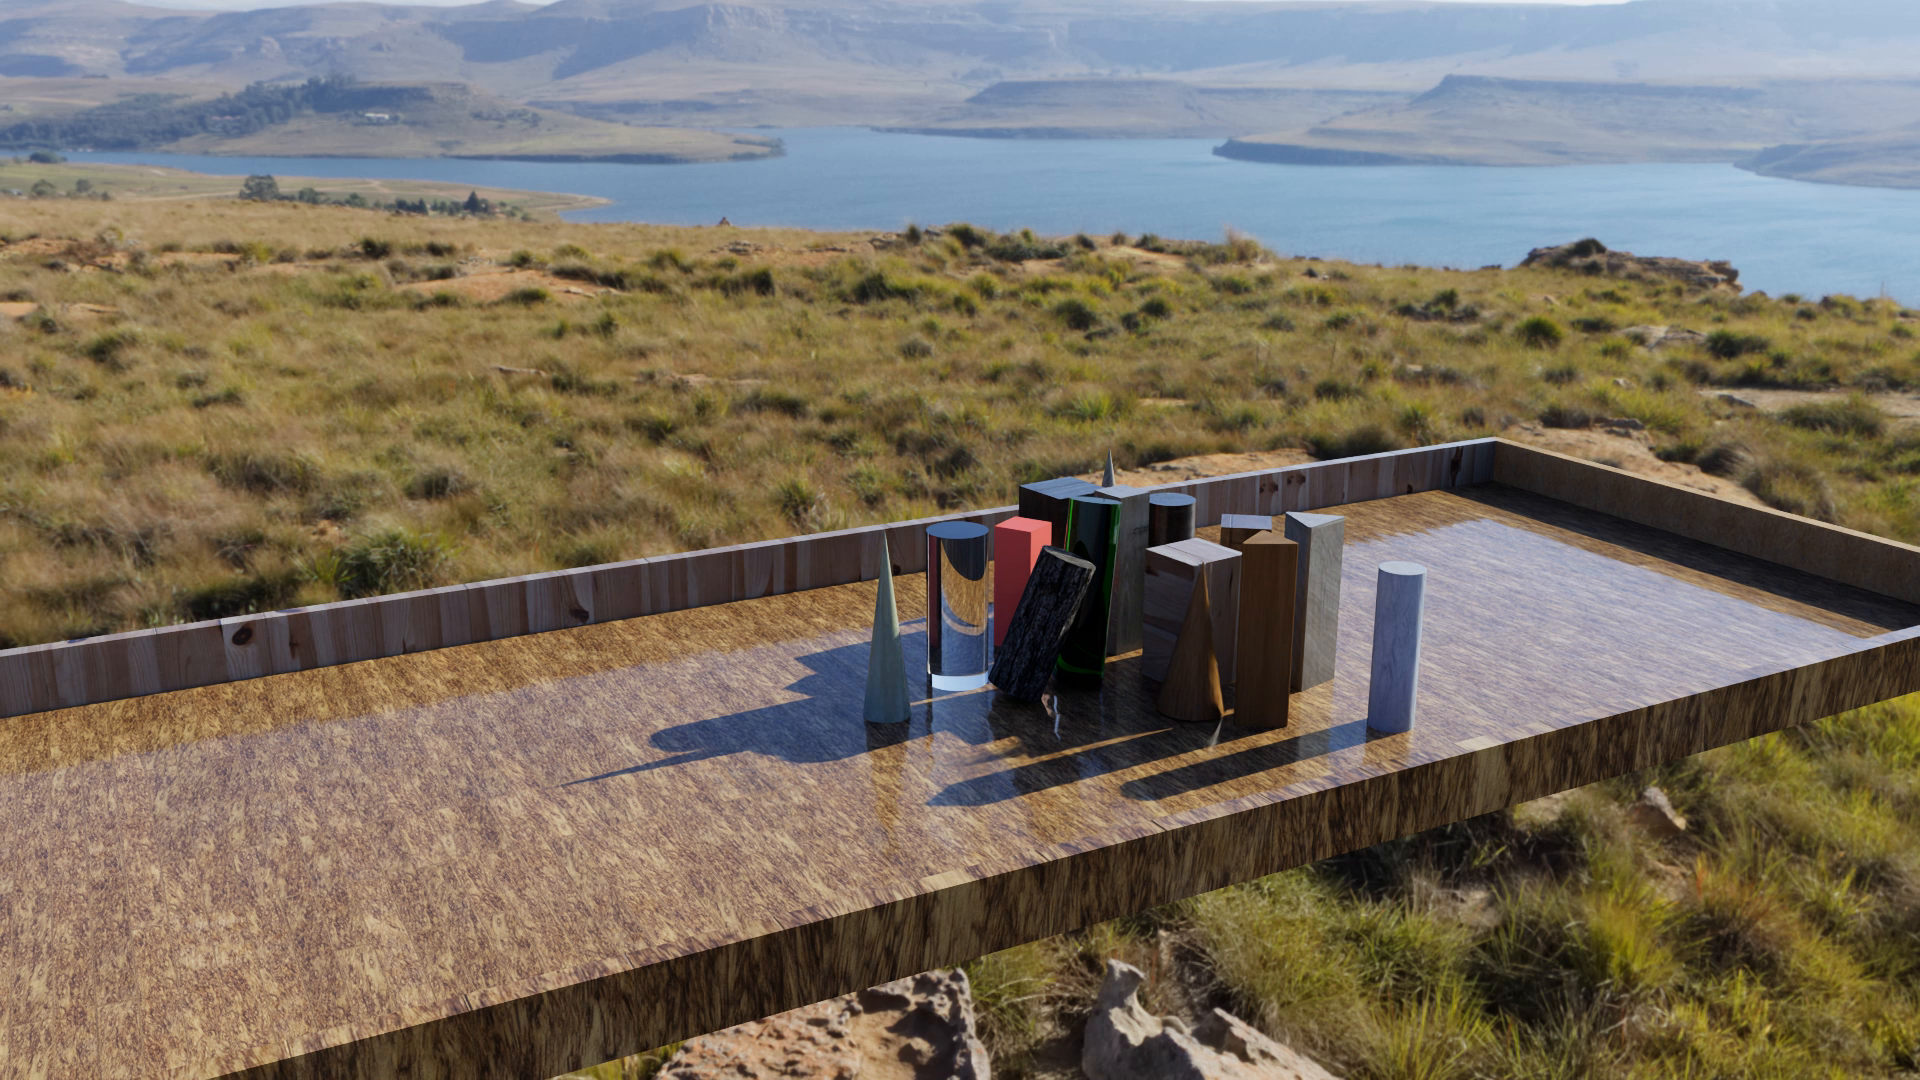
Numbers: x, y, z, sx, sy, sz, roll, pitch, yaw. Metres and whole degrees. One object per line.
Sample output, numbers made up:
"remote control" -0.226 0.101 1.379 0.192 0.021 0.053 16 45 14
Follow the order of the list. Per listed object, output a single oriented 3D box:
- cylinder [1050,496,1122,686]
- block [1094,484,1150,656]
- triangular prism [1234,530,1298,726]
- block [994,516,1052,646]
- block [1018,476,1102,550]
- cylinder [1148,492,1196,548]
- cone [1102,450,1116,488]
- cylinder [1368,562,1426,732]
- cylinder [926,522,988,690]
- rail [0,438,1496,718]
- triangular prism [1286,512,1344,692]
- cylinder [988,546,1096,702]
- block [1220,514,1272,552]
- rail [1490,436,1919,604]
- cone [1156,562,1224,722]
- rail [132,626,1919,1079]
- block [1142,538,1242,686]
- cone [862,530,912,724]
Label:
"cylinder" 0.313 0.125 4.096 0.131 0.453 0.131 5 8 -1
"block" 0.419 0.078 4.330 0.102 0.427 0.102 -12 20 -36
"triangular prism" 0.706 0.207 3.857 0.125 0.447 0.108 0 16 0
"block" 0.165 0.117 4.370 0.110 0.331 0.110 10 19 30
"block" 0.287 0.036 4.571 0.179 0.373 0.179 -11 20 -34
"cylinder" 0.578 0.050 4.585 0.142 0.338 0.142 0 16 0
"cone" 0.433 -0.068 4.837 0.152 0.423 0.152 0 16 0
"cylinder" 1.013 0.248 3.828 0.107 0.384 0.107 0 16 0
"cylinder" -0.006 0.164 4.102 0.155 0.393 0.155 0 16 0
"rail" -3.305 0.497 3.399 12.000 0.150 0.050 -9 18 -27
"triangular prism" 0.851 0.146 4.107 0.141 0.423 0.122 -14 22 -40
"cylinder" 0.198 0.201 3.997 0.139 0.353 0.139 21 11 -4
"block" 0.743 0.120 4.329 0.129 0.349 0.129 3 17 9
"rail" 2.466 -0.048 5.253 0.050 0.150 2.100 -9 18 -27
"cone" 0.561 0.226 3.914 0.164 0.371 0.164 3 16 -1
"rail" -2.336 1.006 1.665 12.000 0.150 0.050 -9 18 -27
"block" 0.584 0.187 4.130 0.175 0.332 0.175 -11 20 -34
"cone" -0.174 0.195 3.877 0.117 0.459 0.117 0 16 0
